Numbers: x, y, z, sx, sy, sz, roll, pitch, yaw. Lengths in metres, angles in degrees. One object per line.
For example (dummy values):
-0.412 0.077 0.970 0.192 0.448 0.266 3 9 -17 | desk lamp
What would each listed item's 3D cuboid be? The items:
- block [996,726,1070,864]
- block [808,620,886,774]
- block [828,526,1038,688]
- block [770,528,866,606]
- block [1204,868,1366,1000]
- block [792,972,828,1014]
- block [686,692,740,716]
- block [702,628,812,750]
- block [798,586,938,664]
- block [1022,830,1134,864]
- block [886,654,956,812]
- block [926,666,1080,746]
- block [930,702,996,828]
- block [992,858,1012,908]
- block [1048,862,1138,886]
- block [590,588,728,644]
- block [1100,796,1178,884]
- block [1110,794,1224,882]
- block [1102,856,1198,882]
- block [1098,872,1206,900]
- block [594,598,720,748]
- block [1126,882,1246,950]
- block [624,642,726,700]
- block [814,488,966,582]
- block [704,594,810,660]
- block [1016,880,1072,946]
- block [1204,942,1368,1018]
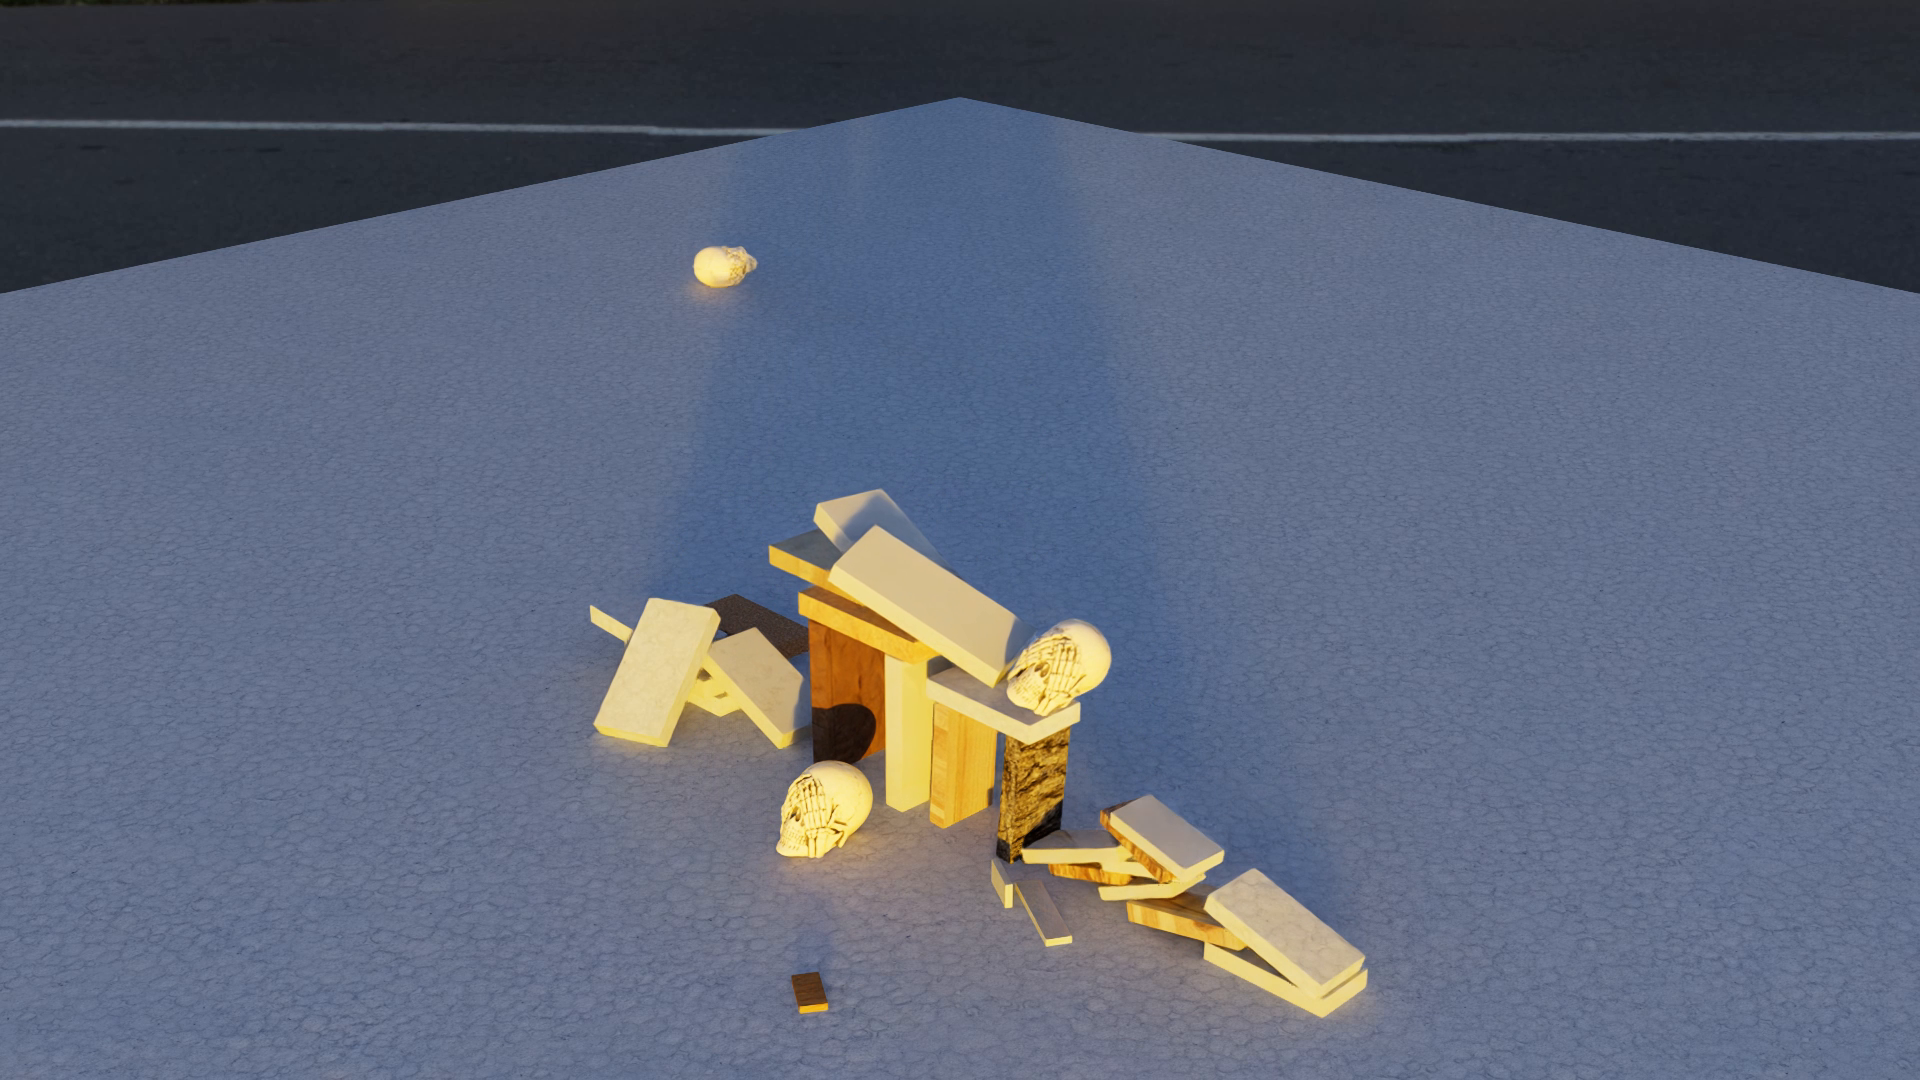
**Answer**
0.143 0.479 4.270 0.140 0.280 0.040 -21 36 -40 | block
-0.233 0.304 4.609 0.048 0.340 0.170 20 30 40 | block
-0.053 0.128 4.340 0.392 0.046 0.162 33 42 11 | block
-0.244 0.053 4.587 0.149 0.042 0.299 -21 30 -40 | block
0.573 0.694 3.891 0.131 0.037 0.261 -21 47 -41 | block
-0.265 0.796 3.868 0.049 0.014 0.098 -5 24 -12 | block
-0.584 0.307 4.982 0.303 0.043 0.152 21 31 40 | block
-0.422 0.321 4.814 0.152 0.043 0.303 -20 51 -39 | block
-0.151 0.153 4.467 0.340 0.048 0.170 21 31 41 | block
0.242 0.580 4.171 0.098 0.028 0.279 -23 7 -37 | block
-0.072 0.366 4.462 0.170 0.340 0.048 -21 31 -40 | block
0.082 0.309 4.259 0.140 0.040 0.280 -21 31 -40 | block
0.009 0.426 4.395 0.140 0.280 0.040 -21 34 -40 | block
0.079 0.650 4.167 0.014 0.049 0.098 -6 24 -14 | block
0.270 0.619 4.199 0.094 0.027 0.188 -22 15 -41 | block
-0.686 0.201 5.013 0.149 0.042 0.341 -19 29 -37 | block
0.354 0.548 4.041 0.098 0.028 0.196 -14 36 -28 | block
0.375 0.540 4.003 0.098 0.028 0.196 -20 39 -35 | block
0.366 0.595 4.091 0.188 0.027 0.094 2 17 40 | block
0.358 0.641 4.111 0.094 0.027 0.188 -22 5 -41 | block
-0.658 0.286 4.794 0.162 0.046 0.323 9 61 21 | block
0.448 0.683 4.036 0.130 0.037 0.261 -22 19 -41 | block
-0.607 0.267 4.966 0.152 0.043 0.303 -20 30 -39 | block
-0.144 0.024 4.505 0.162 0.046 0.323 -14 47 -35 | block
-0.496 0.212 5.207 0.149 0.042 0.299 -21 30 -40 | block
0.155 0.694 4.106 0.049 0.014 0.203 -6 24 -14 | block
0.580 0.757 3.929 0.261 0.037 0.130 21 31 40 | block
